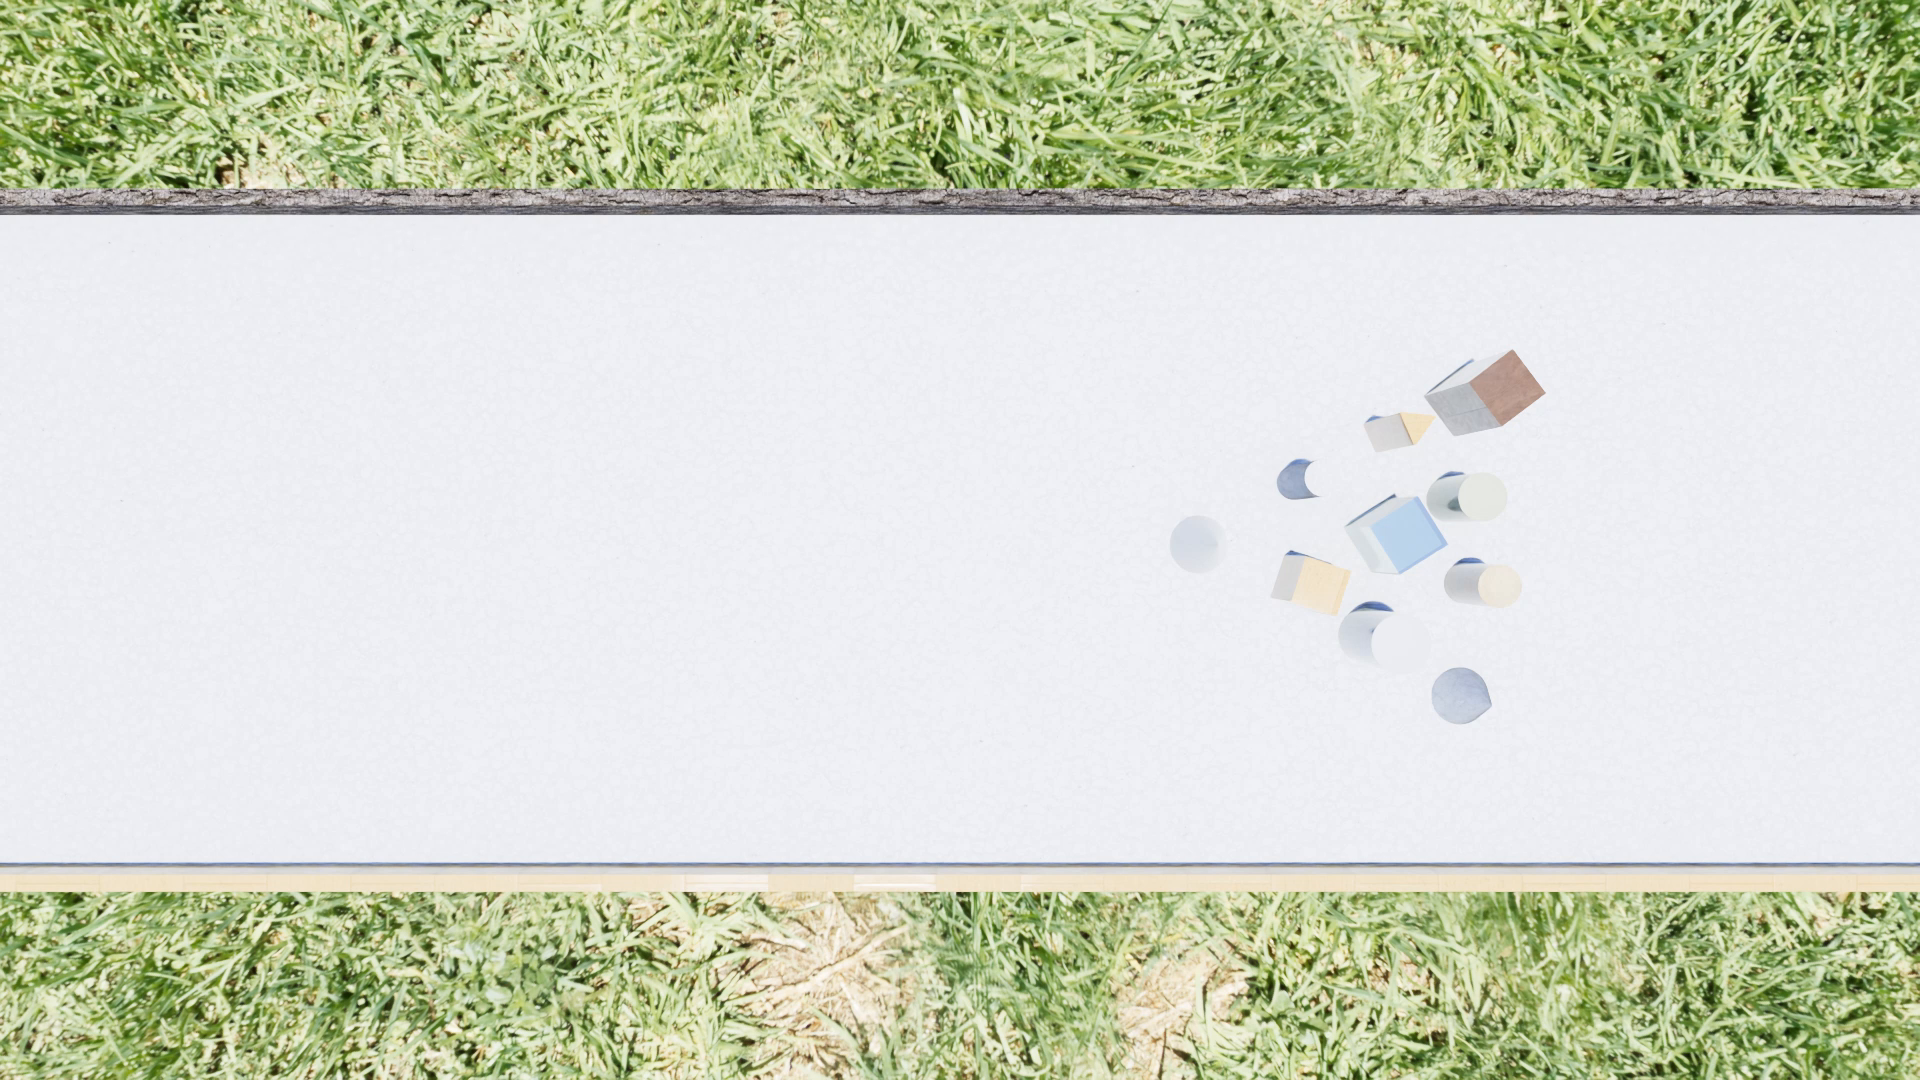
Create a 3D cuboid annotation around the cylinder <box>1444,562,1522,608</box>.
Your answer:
[{"bbox_3d":[1.552,0.133,4.908,0.126,0.338,0.126,0,90,0],"label":"cylinder"}]

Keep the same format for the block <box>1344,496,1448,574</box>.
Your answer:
[{"bbox_3d":[1.294,-0.013,4.914,0.165,0.325,0.165,-32,90,0],"label":"block"}]

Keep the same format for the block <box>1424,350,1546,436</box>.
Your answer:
[{"bbox_3d":[1.536,-0.427,4.852,0.156,0.449,0.156,-37,90,0],"label":"block"}]

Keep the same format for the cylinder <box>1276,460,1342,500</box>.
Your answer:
[{"bbox_3d":[1.028,-0.176,4.870,0.107,0.414,0.107,0,90,0],"label":"cylinder"}]

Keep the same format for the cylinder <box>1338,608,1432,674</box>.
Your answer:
[{"bbox_3d":[1.249,0.294,4.872,0.170,0.410,0.170,0,90,0],"label":"cylinder"}]

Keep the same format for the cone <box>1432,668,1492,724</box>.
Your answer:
[{"bbox_3d":[1.539,0.480,4.921,0.177,0.311,0.177,0,90,0],"label":"cone"}]

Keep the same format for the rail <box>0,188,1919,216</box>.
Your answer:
[{"bbox_3d":[-2.247,-1.025,5.002,12.000,0.150,0.050,0,90,0],"label":"rail"}]

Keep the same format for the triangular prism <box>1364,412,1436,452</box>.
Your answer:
[{"bbox_3d":[1.276,-0.333,4.861,0.085,0.432,0.098,36,90,0],"label":"triangular prism"}]

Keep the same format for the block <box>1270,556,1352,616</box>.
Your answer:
[{"bbox_3d":[1.042,0.134,4.916,0.138,0.321,0.138,18,90,0],"label":"block"}]

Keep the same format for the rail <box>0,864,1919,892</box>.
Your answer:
[{"bbox_3d":[-2.247,1.025,5.001,12.000,0.150,0.050,0,90,0],"label":"rail"}]

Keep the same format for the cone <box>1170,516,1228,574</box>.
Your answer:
[{"bbox_3d":[0.734,0.014,4.882,0.179,0.389,0.179,0,90,0],"label":"cone"}]

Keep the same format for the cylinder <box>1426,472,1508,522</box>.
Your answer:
[{"bbox_3d":[1.505,-0.124,4.912,0.142,0.328,0.142,0,90,0],"label":"cylinder"}]
